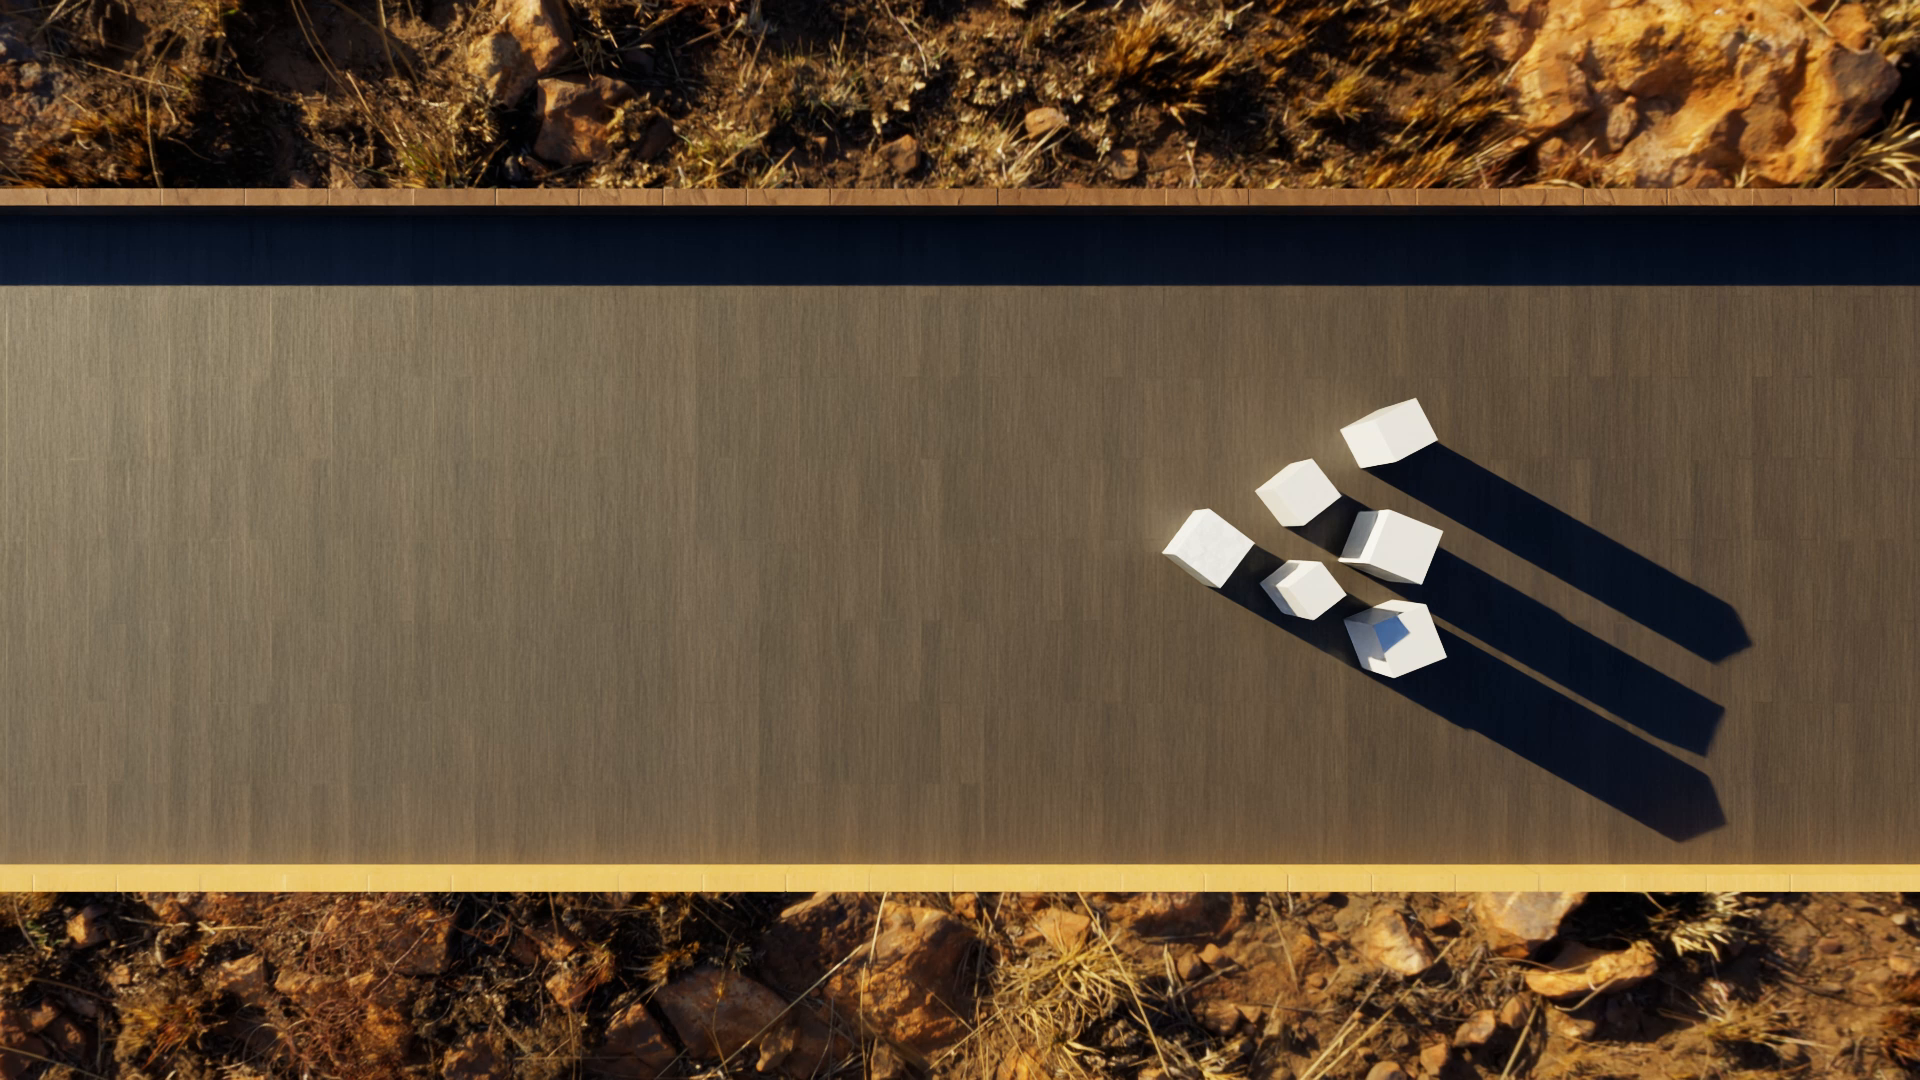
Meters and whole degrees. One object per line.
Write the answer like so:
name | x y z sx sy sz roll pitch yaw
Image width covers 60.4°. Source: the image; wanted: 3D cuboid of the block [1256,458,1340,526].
block | 1.004 -0.138 4.917 0.137 0.319 0.137 -38 90 0

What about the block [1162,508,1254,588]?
block | 0.737 0.025 4.922 0.164 0.309 0.164 37 90 0

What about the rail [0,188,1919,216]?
rail | -2.247 -1.025 5.002 12.000 0.150 0.050 0 90 0

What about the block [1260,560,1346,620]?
block | 1.003 0.144 4.852 0.117 0.450 0.117 -38 90 0

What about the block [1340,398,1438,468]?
block | 1.260 -0.311 4.868 0.134 0.416 0.134 -28 90 0

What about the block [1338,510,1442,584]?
block | 1.271 0.020 4.890 0.164 0.374 0.164 22 90 0

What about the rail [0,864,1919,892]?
rail | -2.247 1.025 5.001 12.000 0.150 0.050 0 90 0

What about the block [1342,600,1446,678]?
block | 1.284 0.289 4.890 0.162 0.372 0.162 -21 90 0
